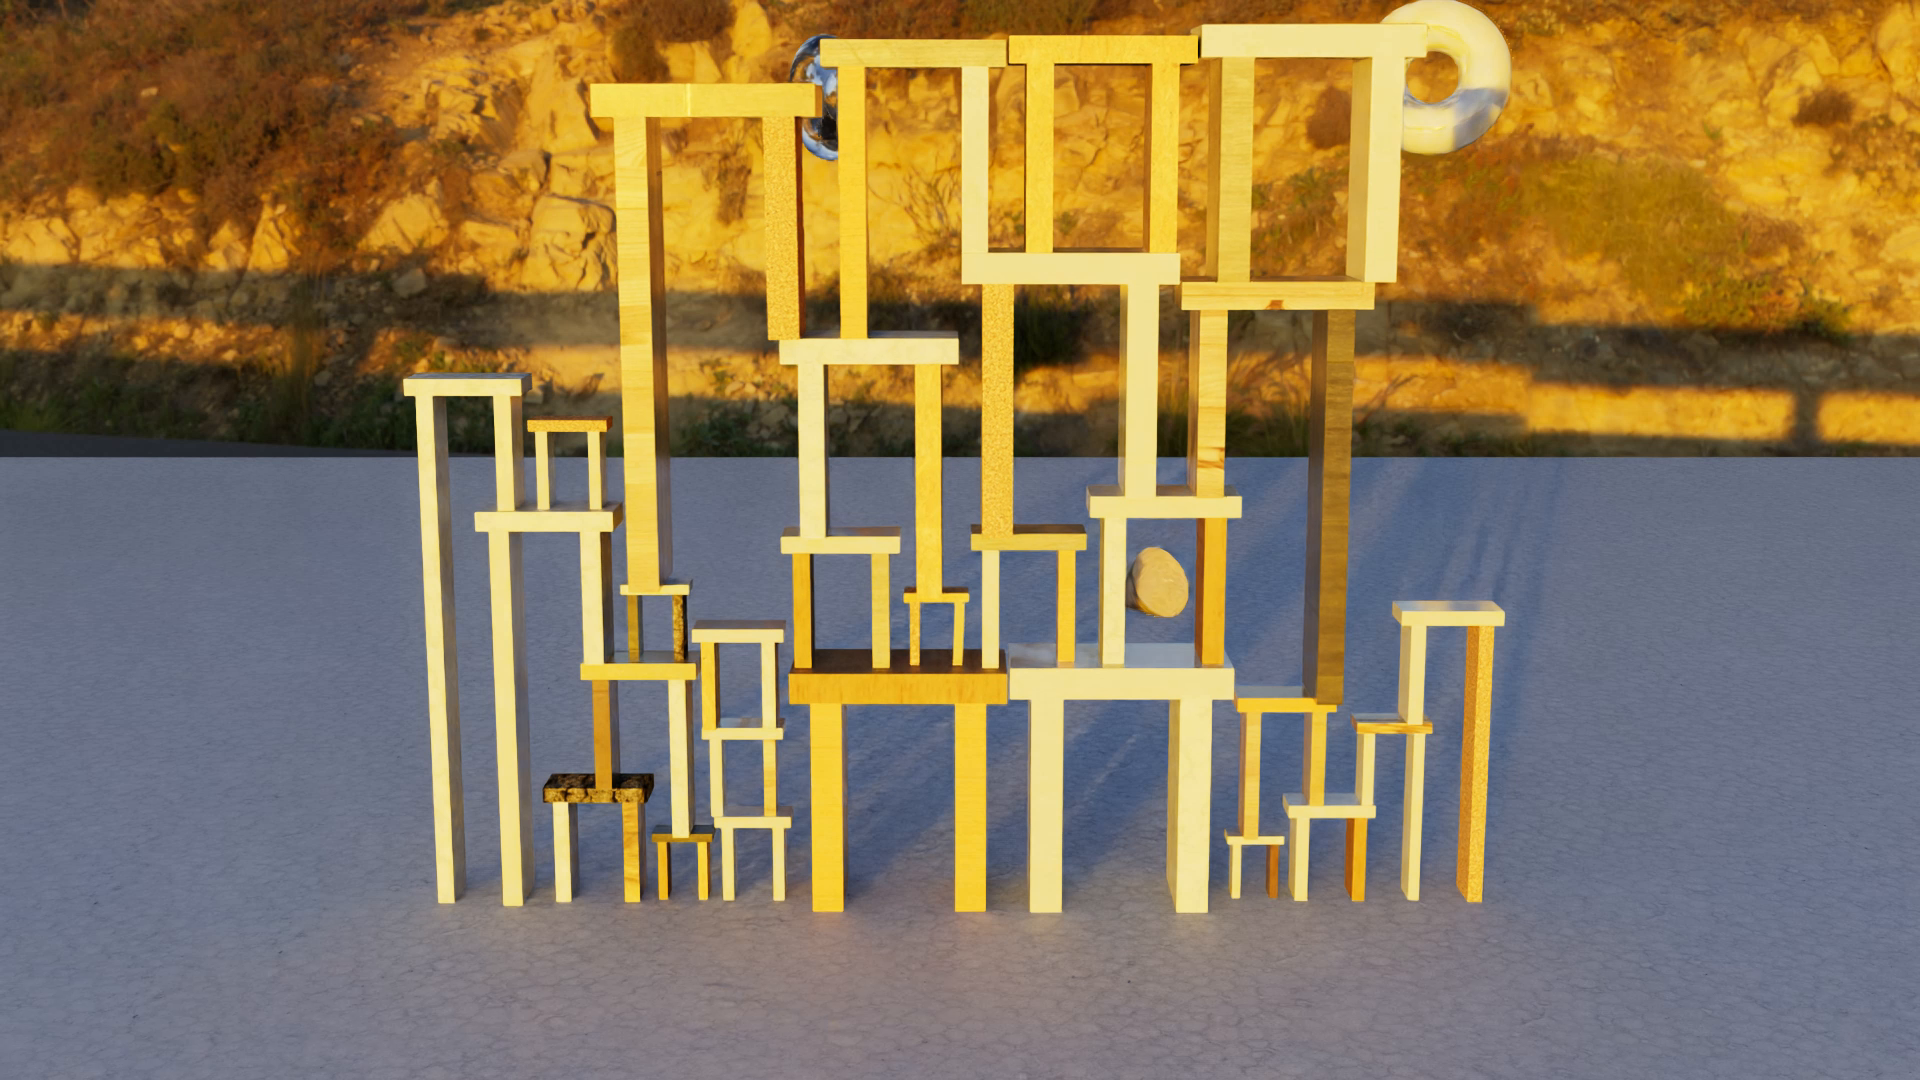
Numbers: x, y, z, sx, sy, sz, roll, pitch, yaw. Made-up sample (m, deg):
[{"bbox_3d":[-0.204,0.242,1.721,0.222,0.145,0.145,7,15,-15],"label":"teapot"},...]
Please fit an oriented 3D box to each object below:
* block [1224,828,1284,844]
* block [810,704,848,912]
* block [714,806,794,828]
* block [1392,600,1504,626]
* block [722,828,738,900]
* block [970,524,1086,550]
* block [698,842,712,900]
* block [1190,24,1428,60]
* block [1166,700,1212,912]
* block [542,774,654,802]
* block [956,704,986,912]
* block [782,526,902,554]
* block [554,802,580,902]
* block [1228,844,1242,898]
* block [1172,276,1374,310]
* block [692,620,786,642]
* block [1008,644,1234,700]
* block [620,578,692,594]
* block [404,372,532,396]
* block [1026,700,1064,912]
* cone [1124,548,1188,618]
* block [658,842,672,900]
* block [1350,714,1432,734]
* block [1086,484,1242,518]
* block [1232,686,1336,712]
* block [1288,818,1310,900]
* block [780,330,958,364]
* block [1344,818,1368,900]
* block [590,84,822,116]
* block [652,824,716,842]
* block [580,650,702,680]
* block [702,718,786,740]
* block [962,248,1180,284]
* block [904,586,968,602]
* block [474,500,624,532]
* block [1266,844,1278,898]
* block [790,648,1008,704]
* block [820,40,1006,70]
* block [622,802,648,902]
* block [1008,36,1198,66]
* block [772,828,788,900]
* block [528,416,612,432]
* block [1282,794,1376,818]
[{"bbox_3d":[0.489,0.492,3.653,0.093,0.013,0.046,0,11,0],"label":"block"},{"bbox_3d":[-0.215,0.418,3.640,0.049,0.348,0.174,0,11,0],"label":"block"},{"bbox_3d":[-0.341,0.458,3.643,0.125,0.018,0.063,0,11,0],"label":"block"},{"bbox_3d":[0.795,0.119,3.584,0.165,0.023,0.082,0,11,0],"label":"block"},{"bbox_3d":[-0.382,0.529,3.657,0.018,0.125,0.063,0,11,0],"label":"block"},{"bbox_3d":[0.110,-0.005,3.560,0.184,0.026,0.092,0,11,0],"label":"block"},{"bbox_3d":[-0.425,0.542,3.657,0.014,0.099,0.050,0,11,0],"label":"block"},{"bbox_3d":[0.537,-0.772,3.413,0.340,0.048,0.170,0,11,0],"label":"block"},{"bbox_3d":[0.378,0.414,3.636,0.051,0.357,0.179,0,11,0],"label":"block"},{"bbox_3d":[-0.597,0.410,3.639,0.170,0.024,0.085,0,11,0],"label":"block"},{"bbox_3d":[0.017,0.418,3.640,0.049,0.348,0.174,0,11,0],"label":"block"},{"bbox_3d":[-0.191,0.000,3.562,0.189,0.027,0.094,0,11,0],"label":"block"},{"bbox_3d":[-0.654,0.506,3.657,0.024,0.170,0.085,0,11,0],"label":"block"},{"bbox_3d":[0.458,0.544,3.663,0.013,0.093,0.046,0,11,0],"label":"block"},{"bbox_3d":[0.493,-0.392,3.480,0.298,0.042,0.149,0,11,0],"label":"block"},{"bbox_3d":[-0.359,0.148,3.584,0.147,0.021,0.073,0,11,0],"label":"block"},{"bbox_3d":[0.259,0.214,3.599,0.357,0.051,0.179,0,11,0],"label":"block"},{"bbox_3d":[-0.493,0.075,3.575,0.110,0.016,0.055,0,11,0],"label":"block"},{"bbox_3d":[-0.785,-0.249,3.515,0.184,0.026,0.092,0,11,0],"label":"block"},{"bbox_3d":[0.140,0.414,3.636,0.051,0.357,0.179,0,11,0],"label":"block"},{"bbox_3d":[0.471,0.141,5.847,0.192,0.192,0.192,-9,-12,-40],"label":"cone"},{"bbox_3d":[-0.491,0.542,3.657,0.014,0.099,0.050,0,11,0],"label":"block"},{"bbox_3d":[0.709,0.301,3.616,0.122,0.017,0.061,0,11,0],"label":"block"},{"bbox_3d":[0.327,-0.063,3.547,0.239,0.034,0.120,0,11,0],"label":"block"},{"bbox_3d":[0.531,0.261,3.612,0.160,0.023,0.080,0,11,-1],"label":"block"},{"bbox_3d":[0.563,0.520,3.659,0.020,0.142,0.071,0,11,0],"label":"block"},{"bbox_3d":[-0.142,-0.307,3.504,0.279,0.040,0.139,0,11,0],"label":"block"},{"bbox_3d":[0.658,0.519,3.659,0.020,0.142,0.071,0,11,0],"label":"block"},{"bbox_3d":[-0.391,-0.685,3.430,0.341,0.048,0.171,0,11,0],"label":"block"},{"bbox_3d":[-0.458,0.486,3.646,0.099,0.014,0.050,0,11,0],"label":"block"},{"bbox_3d":[-0.519,0.204,3.596,0.185,0.026,0.093,0,11,0],"label":"block"},{"bbox_3d":[-0.356,0.310,3.622,0.131,0.019,0.066,0,11,0],"label":"block"},{"bbox_3d":[0.172,-0.435,3.481,0.337,0.048,0.168,0,10,0],"label":"block"},{"bbox_3d":[-0.038,0.089,3.577,0.104,0.015,0.052,0,11,0],"label":"block"},{"bbox_3d":[-0.661,-0.039,3.549,0.219,0.031,0.109,0,11,0],"label":"block"},{"bbox_3d":[0.520,0.544,3.663,0.013,0.093,0.046,0,11,0],"label":"block"},{"bbox_3d":[-0.099,0.223,3.604,0.348,0.049,0.174,0,11,0],"label":"block"},{"bbox_3d":[-0.072,-0.753,3.414,0.282,0.040,0.141,0,10,-1],"label":"block"},{"bbox_3d":[-0.541,0.506,3.657,0.024,0.170,0.085,0,11,0],"label":"block"},{"bbox_3d":[0.219,-0.760,3.417,0.287,0.041,0.144,0,10,0],"label":"block"},{"bbox_3d":[-0.299,0.529,3.657,0.018,0.125,0.063,0,11,0],"label":"block"},{"bbox_3d":[-0.625,-0.187,3.530,0.125,0.018,0.063,0,11,0],"label":"block"},{"bbox_3d":[0.611,0.440,3.644,0.142,0.020,0.071,0,11,0],"label":"block"}]
